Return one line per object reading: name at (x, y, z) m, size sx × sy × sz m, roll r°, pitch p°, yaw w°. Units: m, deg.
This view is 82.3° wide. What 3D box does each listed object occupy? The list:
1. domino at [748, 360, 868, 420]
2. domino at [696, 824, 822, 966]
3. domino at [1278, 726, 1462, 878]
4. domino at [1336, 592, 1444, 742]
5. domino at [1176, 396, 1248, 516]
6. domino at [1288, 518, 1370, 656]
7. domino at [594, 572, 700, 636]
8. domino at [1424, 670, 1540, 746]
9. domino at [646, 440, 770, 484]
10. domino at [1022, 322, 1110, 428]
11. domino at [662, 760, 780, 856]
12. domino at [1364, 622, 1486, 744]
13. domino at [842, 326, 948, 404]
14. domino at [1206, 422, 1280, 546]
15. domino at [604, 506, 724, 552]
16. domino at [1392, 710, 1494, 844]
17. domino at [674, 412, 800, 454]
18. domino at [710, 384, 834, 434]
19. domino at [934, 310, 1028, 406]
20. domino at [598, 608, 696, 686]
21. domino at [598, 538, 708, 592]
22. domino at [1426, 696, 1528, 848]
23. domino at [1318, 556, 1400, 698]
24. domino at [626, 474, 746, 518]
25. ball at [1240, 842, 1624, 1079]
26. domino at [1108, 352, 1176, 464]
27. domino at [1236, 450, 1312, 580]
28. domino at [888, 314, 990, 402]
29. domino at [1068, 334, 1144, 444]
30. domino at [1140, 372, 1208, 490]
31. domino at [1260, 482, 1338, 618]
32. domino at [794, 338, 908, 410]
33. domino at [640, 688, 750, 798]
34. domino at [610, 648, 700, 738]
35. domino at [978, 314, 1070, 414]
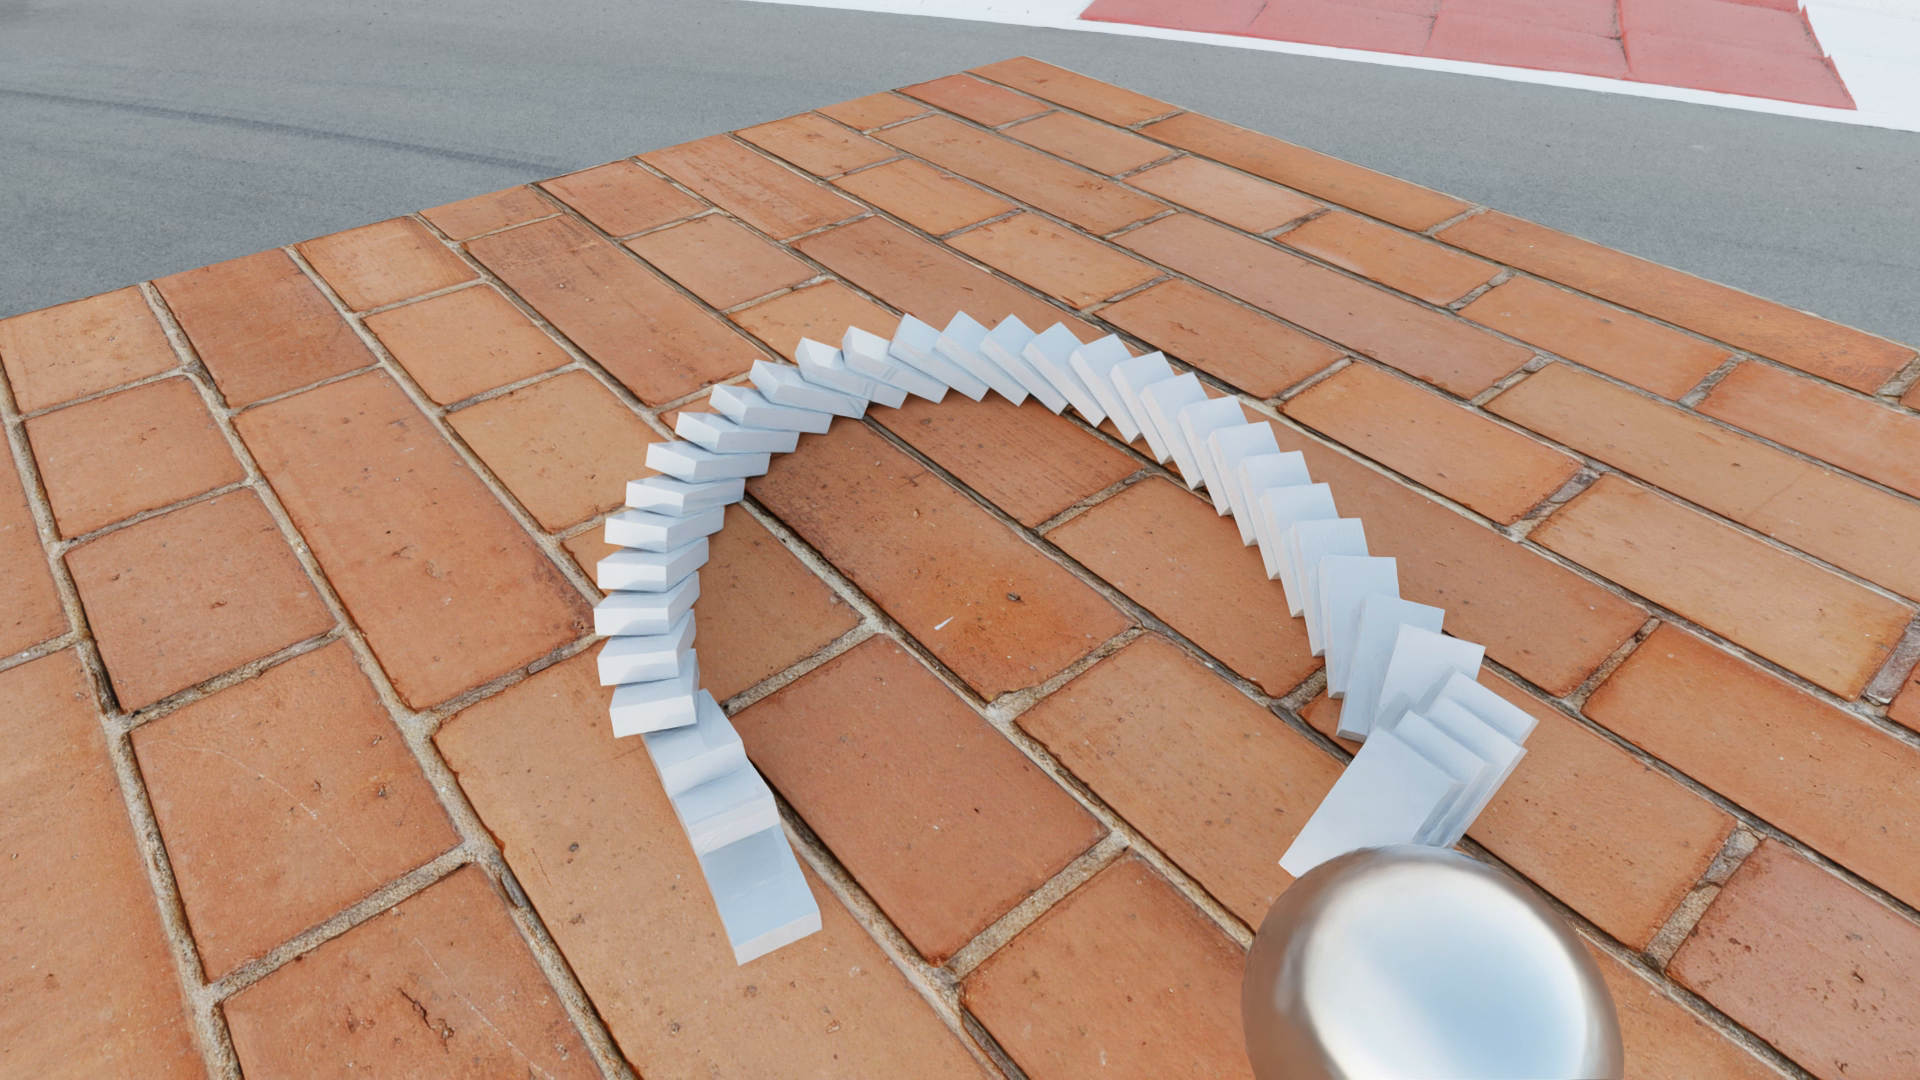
domino at (-0.070, -0.070, 0.511) m, size 0.050 × 0.009 × 0.025 m, roll 6°, pitch 29°, yaw -42°
domino at (-0.062, 0.097, 0.325) m, size 0.025 × 0.010 × 0.050 m, roll -18°, pitch 43°, yaw -21°
domino at (0.117, 0.082, 0.317) m, size 0.025 × 0.050 × 0.010 m, roll 39°, pitch 12°, yaw 38°
domino at (0.145, 0.045, 0.371) m, size 0.025 × 0.009 × 0.050 m, roll 14°, pitch 69°, yaw 13°
domino at (0.115, -0.036, 0.471) m, size 0.025 × 0.010 × 0.050 m, roll -12°, pitch 68°, yaw -15°
domino at (0.139, 0.017, 0.406) m, size 0.025 × 0.010 × 0.050 m, roll -3°, pitch 66°, yaw -3°
domino at (-0.112, 0.022, 0.399) m, size 0.025 × 0.010 × 0.050 m, roll -1°, pitch 13°, yaw -1°
domino at (0.148, 0.068, 0.334) m, size 0.025 × 0.050 × 0.009 m, roll 38°, pitch 11°, yaw 37°
domino at (-0.106, -0.034, 0.468) m, size 0.025 × 0.009 × 0.050 m, roll 20°, pitch 16°, yaw 23°
domino at (0.056, -0.079, 0.522) m, size 0.050 × 0.010 × 0.025 m, roll 46°, pitch 52°, yaw 7°
domino at (-0.074, 0.076, 0.334) m, size 0.025 × 0.010 × 0.050 m, roll -18°, pitch 18°, yaw -21°
domino at (0.146, 0.054, 0.349) m, size 0.025 × 0.050 × 0.010 m, roll 16°, pitch 4°, yaw 19°
domino at (-0.031, -0.084, 0.528) m, size 0.050 × 0.010 × 0.025 m, roll 18°, pitch 33°, yaw -24°
domino at (0.123, -0.024, 0.455) m, size 0.025 × 0.009 × 0.050 m, roll -10°, pitch 67°, yaw -12°
domino at (-0.115, -0.006, 0.434) m, size 0.025 × 0.009 × 0.050 m, roll 9°, pitch 13°, yaw 11°
domino at (0.129, 0.078, 0.321) m, size 0.025 × 0.050 × 0.009 m, roll 39°, pitch 12°, yaw 38°
domino at (-0.097, -0.047, 0.483) m, size 0.025 × 0.010 × 0.050 m, roll 26°, pitch 18°, yaw 28°
domino at (-0.085, -0.059, 0.498) m, size 0.025 × 0.009 × 0.050 m, roll 35°, pitch 23°, yaw 35°
domino at (0.014, -0.088, 0.533) m, size 0.050 × 0.010 × 0.025 m, roll 34°, pitch 43°, yaw -4°
domino at (-0.108, 0.036, 0.382) m, size 0.025 × 0.010 × 0.050 m, roll -5°, pitch 13°, yaw -6°
domino at (-0.115, 0.008, 0.416) m, size 0.025 × 0.010 × 0.050 m, roll 3°, pitch 12°, yaw 4°
domino at (0.140, 0.074, 0.326) m, size 0.025 × 0.050 × 0.010 m, roll 40°, pitch 12°, yaw 38°
domino at (0.142, 0.031, 0.388) m, size 0.025 × 0.010 × 0.050 m, roll 2°, pitch 67°, yaw 2°
domino at (-0.111, -0.020, 0.450) m, size 0.025 × 0.010 × 0.050 m, roll 12°, pitch 13°, yaw 15°
ball at (0.106, 0.111, 0.252) m, size 0.080 × 0.080 × 0.080 m, roll 0°, pitch 39°, yaw 0°
domino at (0.091, -0.060, 0.500) m, size 0.025 × 0.009 × 0.050 m, roll -18°, pitch 70°, yaw -22°
domino at (0.130, -0.010, 0.439) m, size 0.025 × 0.009 × 0.050 m, roll -7°, pitch 67°, yaw -8°
domino at (-0.009, -0.089, 0.534) m, size 0.050 × 0.010 × 0.025 m, roll 27°, pitch 38°, yaw -12°
domino at (0.075, -0.071, 0.512) m, size 0.025 × 0.009 × 0.050 m, roll -26°, pitch 73°, yaw -29°
domino at (0.102, -0.049, 0.485) m, size 0.025 × 0.009 × 0.050 m, roll -18°, pitch 70°, yaw -20°
domino at (0.134, 0.003, 0.422) m, size 0.025 × 0.009 × 0.050 m, roll -6°, pitch 66°, yaw -7°
domino at (-0.052, -0.079, 0.522) m, size 0.050 × 0.009 × 0.025 m, roll 14°, pitch 31°, yaw -30°
domino at (-0.086, 0.063, 0.350) m, size 0.025 × 0.009 × 0.050 m, roll -18°, pitch 18°, yaw -21°
domino at (-0.100, 0.050, 0.365) m, size 0.025 × 0.010 × 0.050 m, roll -9°, pitch 13°, yaw -10°
domino at (0.036, -0.085, 0.529) m, size 0.050 × 0.010 × 0.025 m, roll 40°, pitch 48°, yaw 3°
